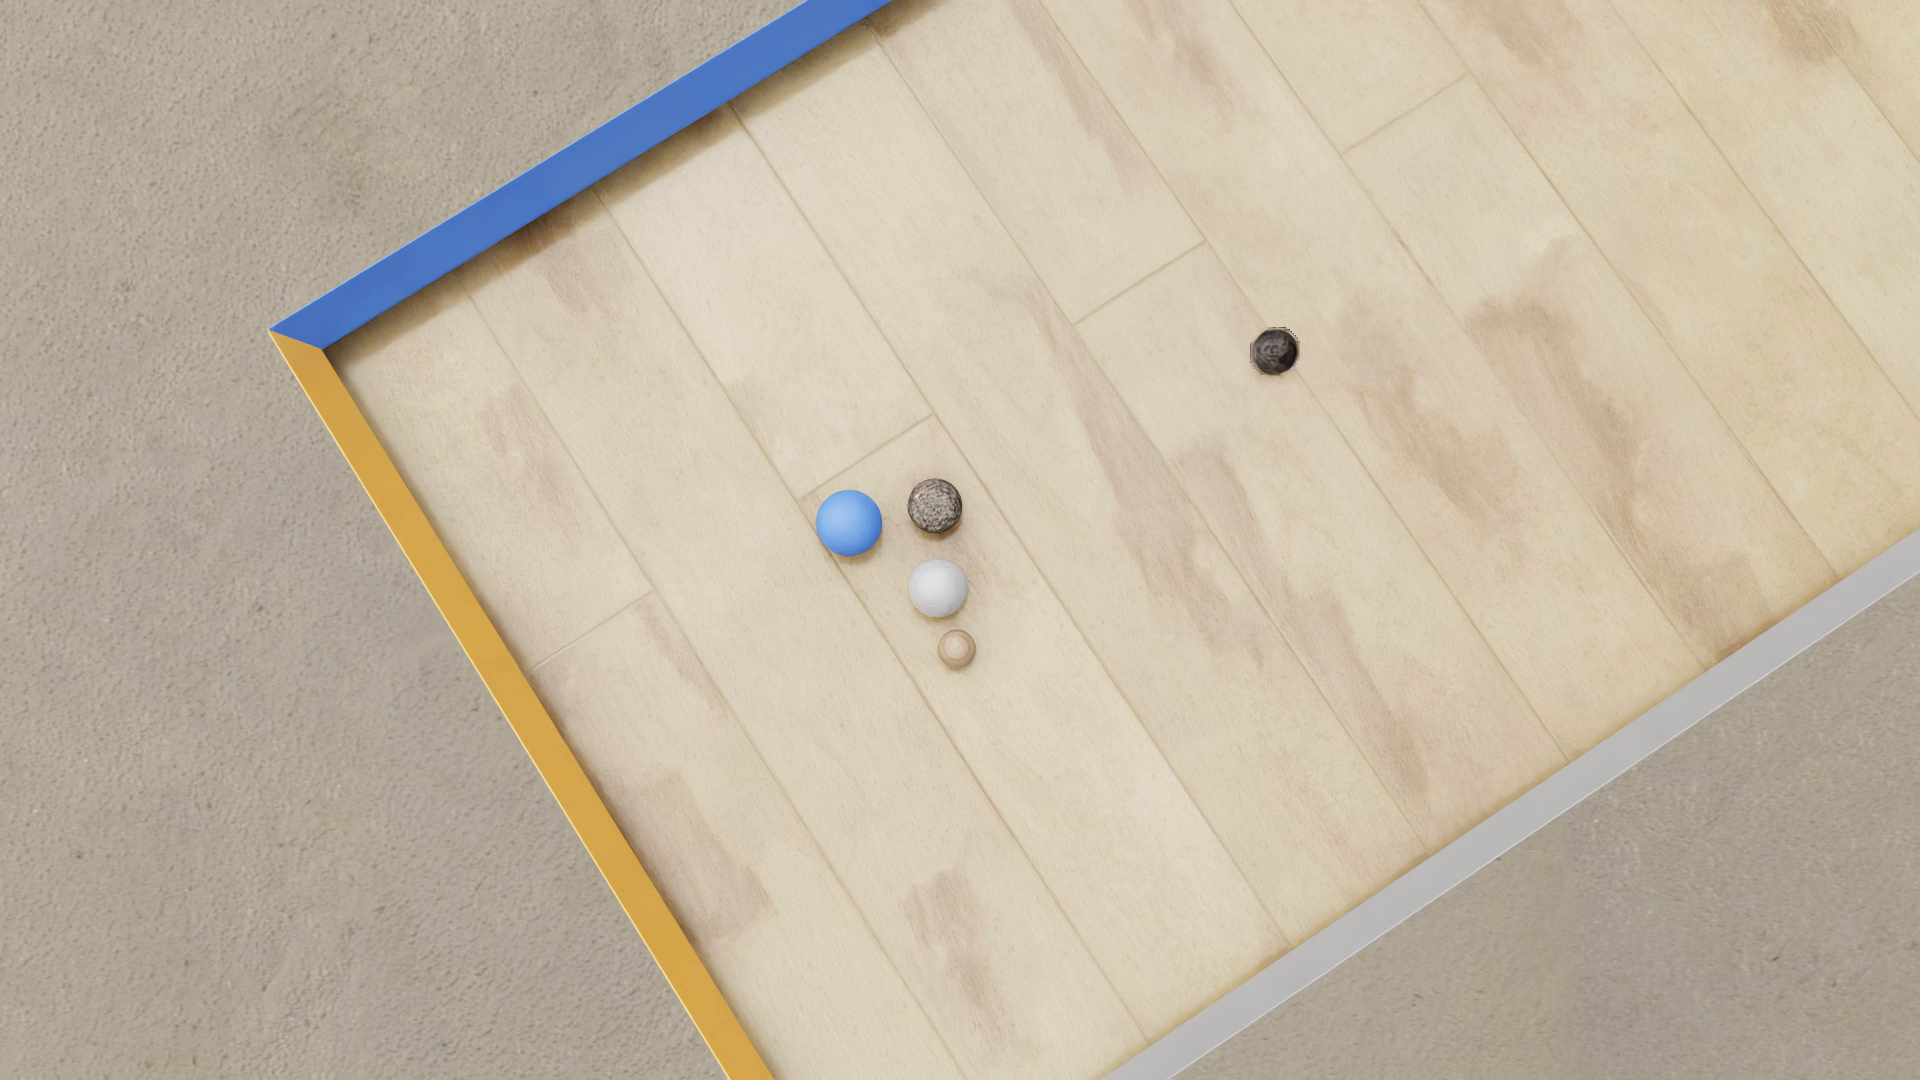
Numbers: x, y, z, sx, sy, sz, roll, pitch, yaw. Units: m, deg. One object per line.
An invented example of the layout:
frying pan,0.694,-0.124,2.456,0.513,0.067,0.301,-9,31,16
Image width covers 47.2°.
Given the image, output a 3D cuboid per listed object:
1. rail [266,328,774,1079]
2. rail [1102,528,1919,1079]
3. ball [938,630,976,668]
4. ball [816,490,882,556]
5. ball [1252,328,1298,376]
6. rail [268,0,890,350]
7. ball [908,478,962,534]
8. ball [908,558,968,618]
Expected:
rail,-0.561,0.356,3.189,0.045,0.128,1.618,-33,82,-5
rail,1.009,0.272,3.204,2.773,0.128,0.045,-33,82,-5
ball,-0.005,0.161,3.260,0.058,0.058,0.058,0,80,0
ball,-0.165,-0.025,3.271,0.099,0.099,0.099,0,80,0
ball,0.477,-0.285,3.329,0.071,0.071,0.071,0,80,0
rail,0.153,-1.025,3.426,2.773,0.128,0.045,-33,82,-5
ball,-0.037,-0.051,3.284,0.082,0.082,0.082,0,80,0
ball,-0.033,0.070,3.259,0.089,0.089,0.089,0,80,0
